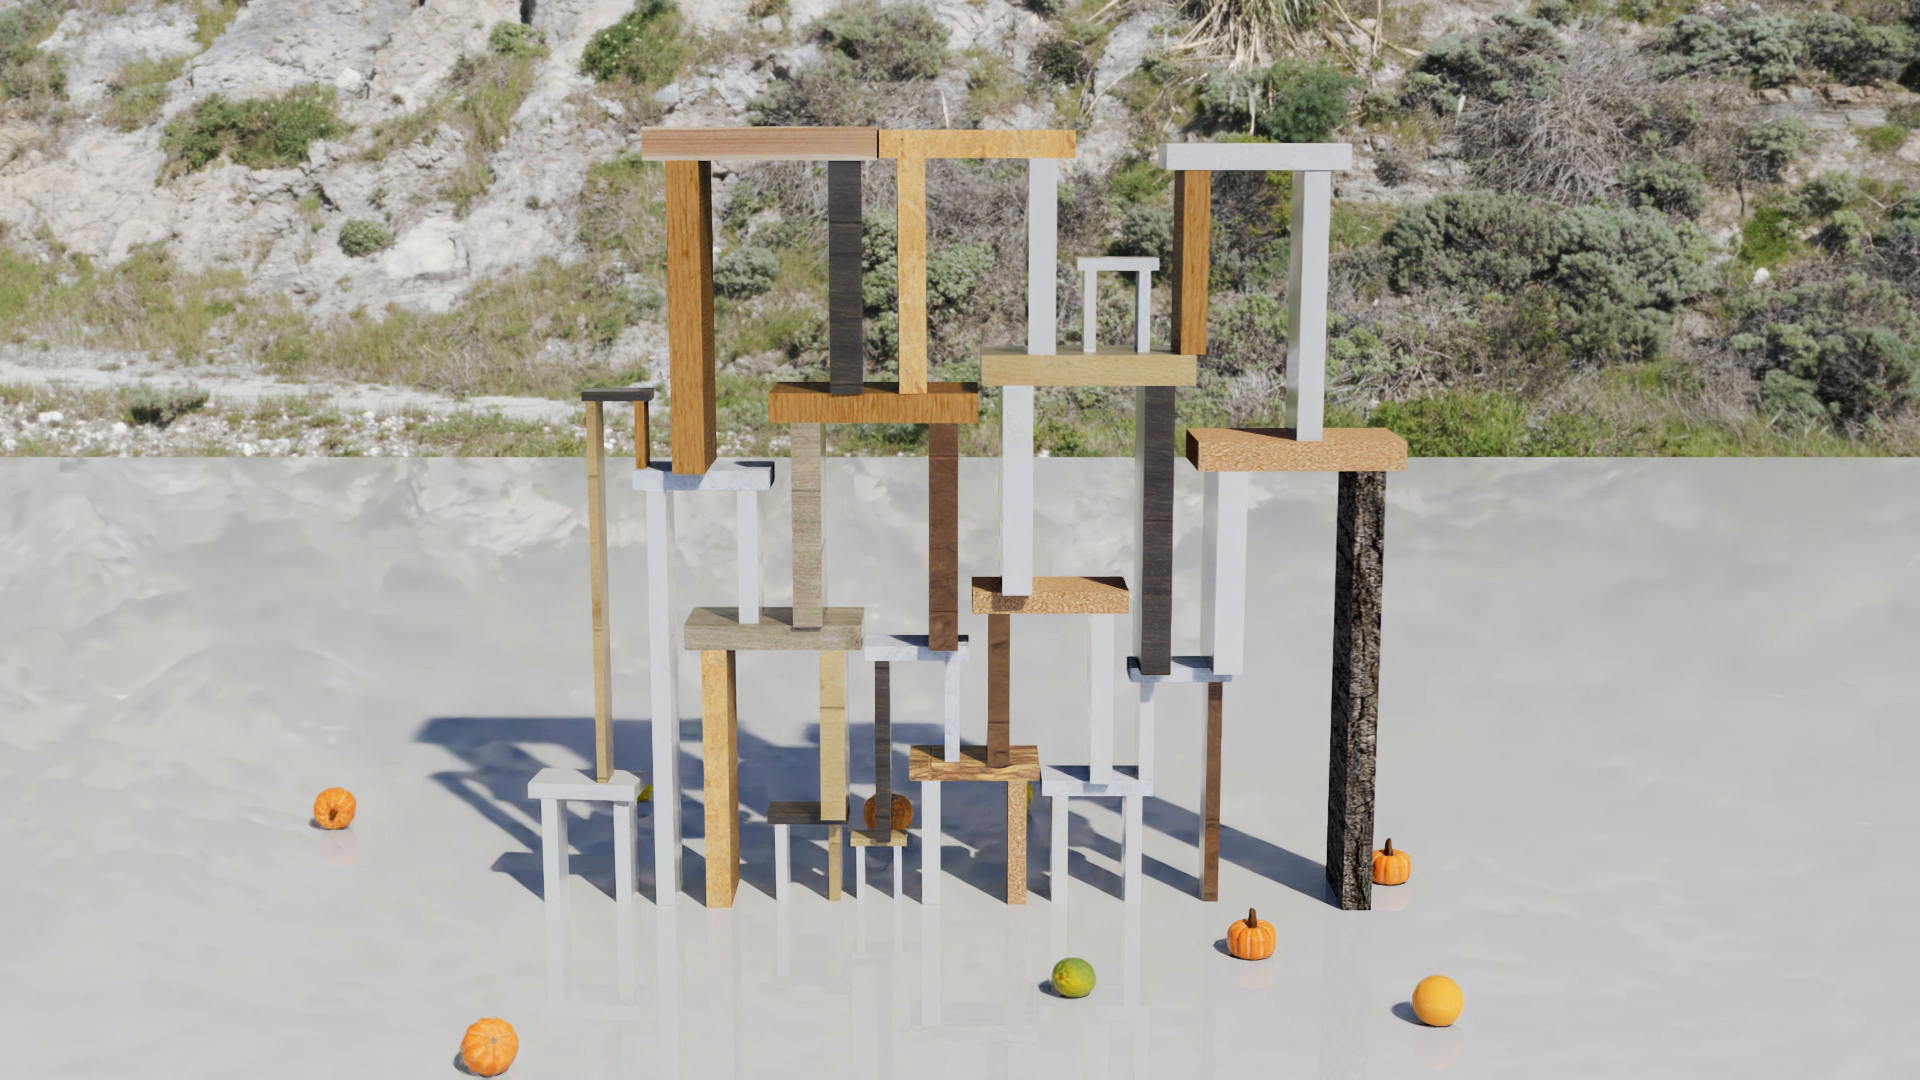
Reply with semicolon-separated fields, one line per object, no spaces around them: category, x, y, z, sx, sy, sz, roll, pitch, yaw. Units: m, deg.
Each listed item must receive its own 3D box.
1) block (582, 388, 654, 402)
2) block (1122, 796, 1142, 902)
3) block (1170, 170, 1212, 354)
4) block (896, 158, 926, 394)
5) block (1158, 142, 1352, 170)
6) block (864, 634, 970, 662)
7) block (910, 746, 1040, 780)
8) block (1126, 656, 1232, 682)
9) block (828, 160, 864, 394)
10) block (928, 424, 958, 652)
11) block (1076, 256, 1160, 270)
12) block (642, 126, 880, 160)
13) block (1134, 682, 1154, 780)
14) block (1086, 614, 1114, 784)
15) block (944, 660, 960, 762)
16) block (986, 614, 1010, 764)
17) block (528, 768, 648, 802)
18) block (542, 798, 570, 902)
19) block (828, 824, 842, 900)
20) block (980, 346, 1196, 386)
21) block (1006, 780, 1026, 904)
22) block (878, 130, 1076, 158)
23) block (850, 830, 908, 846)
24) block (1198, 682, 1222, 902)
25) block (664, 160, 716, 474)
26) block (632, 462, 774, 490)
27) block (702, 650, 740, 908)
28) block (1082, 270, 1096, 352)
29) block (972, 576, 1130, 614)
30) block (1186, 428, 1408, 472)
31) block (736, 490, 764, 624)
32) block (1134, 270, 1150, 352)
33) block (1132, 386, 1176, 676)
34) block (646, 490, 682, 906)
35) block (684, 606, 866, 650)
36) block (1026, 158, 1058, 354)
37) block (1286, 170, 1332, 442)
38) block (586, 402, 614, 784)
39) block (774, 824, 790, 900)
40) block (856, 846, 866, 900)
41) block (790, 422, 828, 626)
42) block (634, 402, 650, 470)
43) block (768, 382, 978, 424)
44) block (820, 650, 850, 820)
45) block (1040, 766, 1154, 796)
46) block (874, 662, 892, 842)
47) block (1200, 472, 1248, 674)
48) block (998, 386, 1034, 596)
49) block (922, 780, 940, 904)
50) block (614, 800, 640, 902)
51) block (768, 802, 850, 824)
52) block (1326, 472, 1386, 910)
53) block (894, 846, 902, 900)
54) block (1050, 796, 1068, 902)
block;-0.546;-0.232;3.508;0.109;0.015;0.054;0;11;-2
block;0.285;0.500;3.656;0.026;0.182;0.091;0;11;0
block;0.364;-0.442;3.473;0.040;0.283;0.142;0;10;-1
block;-0.077;-0.420;3.474;0.043;0.362;0.151;-1;11;-2
block;0.459;-0.601;3.442;0.283;0.040;0.142;0;11;0
block;-0.070;0.176;3.585;0.169;0.024;0.085;0;11;-1
block;0.023;0.367;3.627;0.212;0.030;0.106;0;11;0
block;0.359;0.211;3.601;0.166;0.023;0.083;0;11;0
block;-0.182;-0.421;3.486;0.051;0.359;0.180;-1;11;-4
block;-0.026;-0.018;3.558;0.046;0.367;0.164;0;11;0
block;0.248;-0.437;3.473;0.128;0.018;0.064;0;11;-1
block;-0.307;-0.622;3.445;0.359;0.051;0.180;0;11;0
block;0.304;0.304;3.620;0.023;0.166;0.083;0;11;0
block;0.229;0.246;3.609;0.035;0.284;0.125;0;11;0
block;-0.013;0.270;3.606;0.024;0.169;0.085;0;11;0
block;0.062;0.230;3.602;0.035;0.250;0.125;0;11;-1
block;-0.614;0.404;3.633;0.177;0.025;0.089;1;11;5
block;-0.673;0.502;3.656;0.025;0.177;0.089;0;11;0
block;-0.206;0.526;3.655;0.019;0.131;0.066;0;10;0
block;0.200;-0.279;3.503;0.334;0.047;0.167;0;11;0
block;0.094;0.486;3.649;0.030;0.212;0.106;0;11;0
block;0.026;-0.621;3.444;0.301;0.043;0.151;0;11;-1
block;-0.134;0.494;3.647;0.092;0.013;0.046;0;11;0
block;0.414;0.406;3.638;0.023;0.373;0.083;0;11;0
block;-0.426;-0.358;3.494;0.051;0.485;0.180;0;11;0
block;-0.411;-0.104;3.538;0.217;0.031;0.108;0;11;0
block;-0.395;0.377;3.631;0.040;0.434;0.142;0;11;0
block;0.204;-0.365;3.486;0.018;0.128;0.064;0;11;-1
block;0.145;0.089;3.577;0.250;0.035;0.125;0;11;0
block;0.537;-0.146;3.532;0.328;0.047;0.164;0;11;-1
block;-0.339;0.018;3.562;0.031;0.217;0.108;0;10;0
block;0.289;-0.365;3.487;0.018;0.128;0.064;0;10;-1
block;0.312;-0.028;3.552;0.047;0.464;0.167;0;11;0
block;-0.483;0.251;3.604;0.031;0.691;0.108;0;11;0
block;-0.300;0.144;3.588;0.283;0.040;0.142;0;10;0
block;0.127;-0.451;3.475;0.043;0.302;0.151;0;11;0
block;0.551;-0.375;3.488;0.040;0.420;0.142;0;11;1
block;-0.584;0.084;3.565;0.015;0.628;0.054;1;11;4
block;-0.294;0.526;3.655;0.019;0.131;0.066;0;11;0
block;-0.164;0.546;3.656;0.013;0.092;0.046;0;11;0
block;-0.243;-0.037;3.556;0.046;0.328;0.164;0;10;0
block;-0.509;-0.172;3.521;0.015;0.109;0.054;0;11;0
block;-0.135;-0.221;3.521;0.328;0.046;0.164;0;11;0
block;-0.206;0.303;3.617;0.040;0.284;0.142;0;10;0
block;0.225;0.398;3.637;0.182;0.026;0.091;0;11;0
block;-0.126;0.337;3.618;0.024;0.306;0.085;0;11;0
block;0.426;0.039;3.564;0.047;0.329;0.164;0;11;-2
block;0.089;-0.091;3.536;0.047;0.334;0.167;0;11;-1
block;-0.047;0.486;3.649;0.030;0.212;0.106;0;11;0
block;-0.554;0.502;3.656;0.025;0.177;0.089;0;11;0
block;-0.250;0.452;3.641;0.131;0.019;0.066;0;10;0
block;0.647;0.233;3.604;0.047;0.725;0.164;0;11;0
block;-0.103;0.546;3.656;0.013;0.092;0.046;0;11;-1
block;0.164;0.500;3.656;0.026;0.182;0.091;0;11;0
